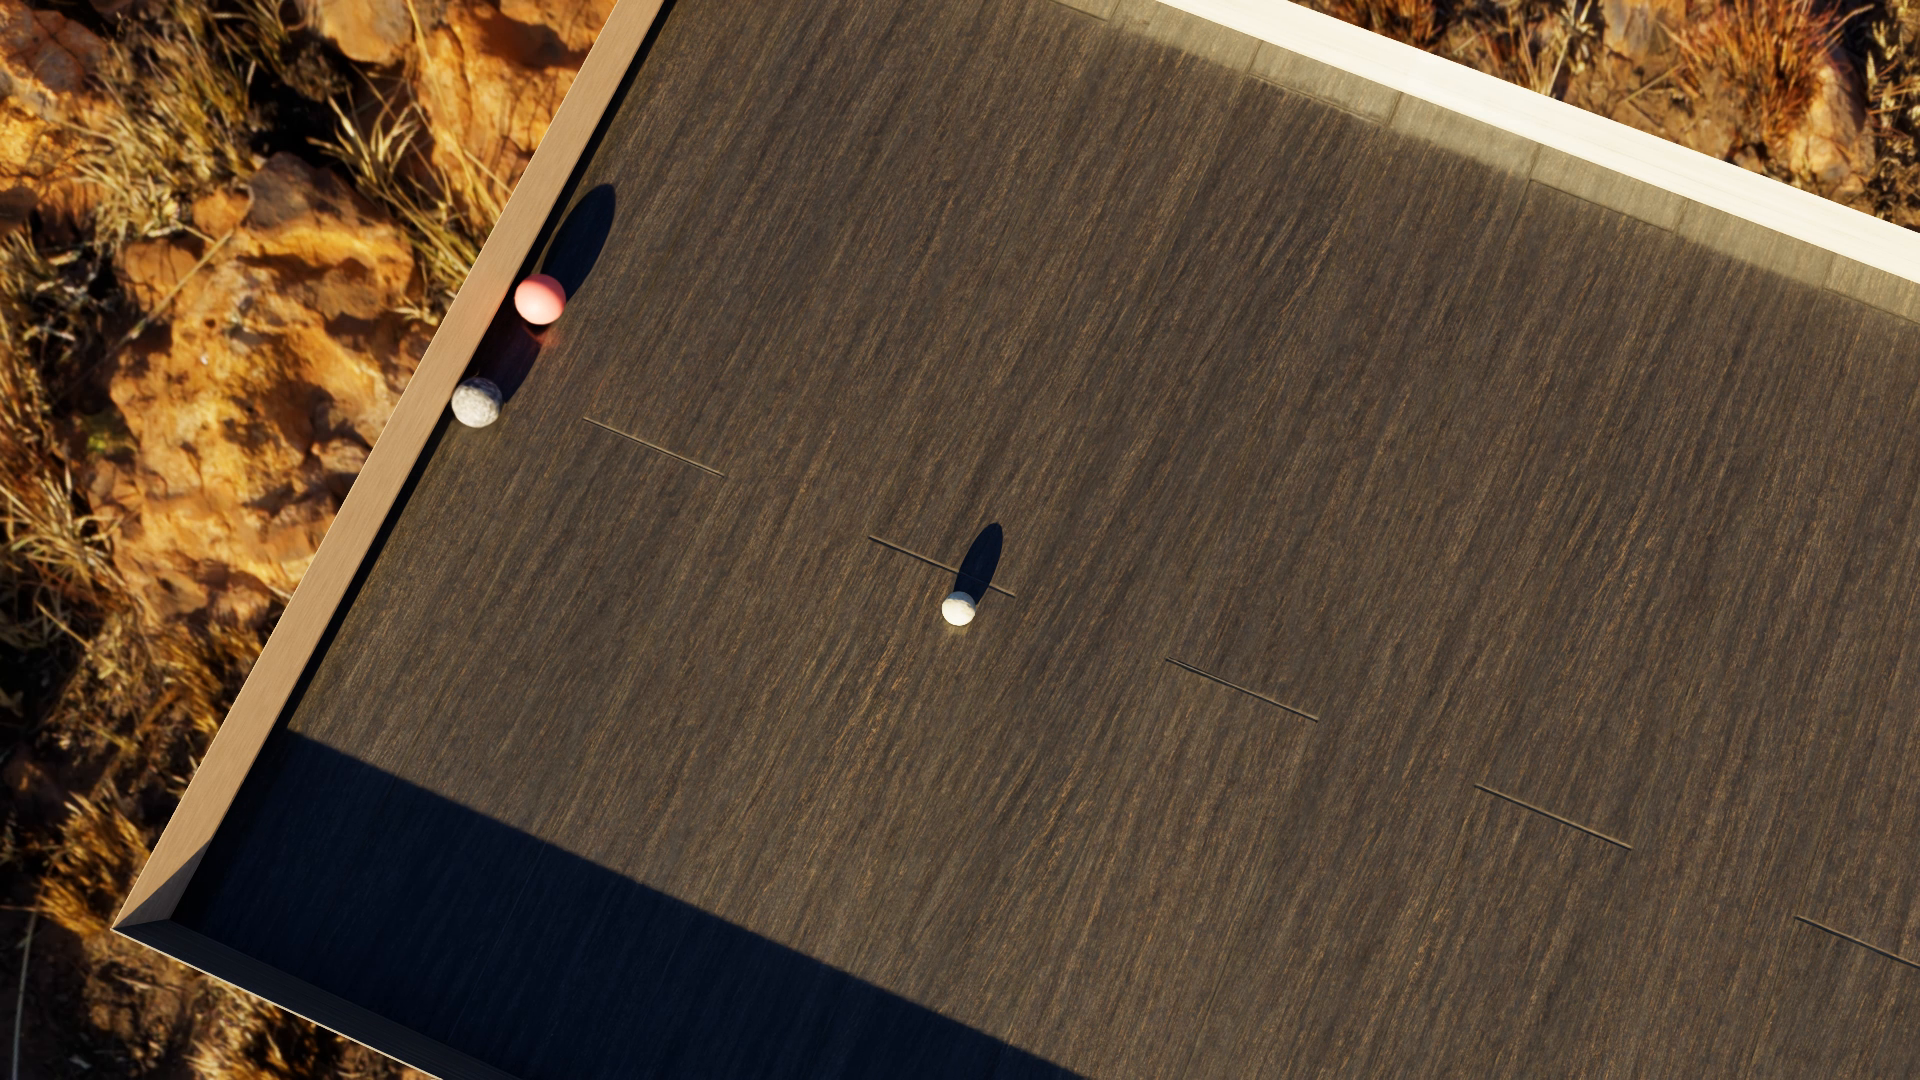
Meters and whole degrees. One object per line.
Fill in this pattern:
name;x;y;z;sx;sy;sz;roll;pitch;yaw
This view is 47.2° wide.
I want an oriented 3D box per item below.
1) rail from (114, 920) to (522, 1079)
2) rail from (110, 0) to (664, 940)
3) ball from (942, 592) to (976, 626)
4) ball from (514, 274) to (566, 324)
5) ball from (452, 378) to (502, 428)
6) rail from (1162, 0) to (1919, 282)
rail;0.399;1.206;2.980;3.482;0.121;0.045;22;73;7
rail;-0.778;-0.326;3.480;0.045;0.121;2.080;22;73;7
ball;-0.002;0.105;3.377;0.053;0.053;0.053;0;72;0
ball;-0.672;-0.386;3.522;0.081;0.081;0.081;0;72;0
ball;-0.761;-0.217;3.468;0.079;0.079;0.079;0;72;0
rail;1.201;-0.569;3.560;3.482;0.121;0.045;22;73;7
